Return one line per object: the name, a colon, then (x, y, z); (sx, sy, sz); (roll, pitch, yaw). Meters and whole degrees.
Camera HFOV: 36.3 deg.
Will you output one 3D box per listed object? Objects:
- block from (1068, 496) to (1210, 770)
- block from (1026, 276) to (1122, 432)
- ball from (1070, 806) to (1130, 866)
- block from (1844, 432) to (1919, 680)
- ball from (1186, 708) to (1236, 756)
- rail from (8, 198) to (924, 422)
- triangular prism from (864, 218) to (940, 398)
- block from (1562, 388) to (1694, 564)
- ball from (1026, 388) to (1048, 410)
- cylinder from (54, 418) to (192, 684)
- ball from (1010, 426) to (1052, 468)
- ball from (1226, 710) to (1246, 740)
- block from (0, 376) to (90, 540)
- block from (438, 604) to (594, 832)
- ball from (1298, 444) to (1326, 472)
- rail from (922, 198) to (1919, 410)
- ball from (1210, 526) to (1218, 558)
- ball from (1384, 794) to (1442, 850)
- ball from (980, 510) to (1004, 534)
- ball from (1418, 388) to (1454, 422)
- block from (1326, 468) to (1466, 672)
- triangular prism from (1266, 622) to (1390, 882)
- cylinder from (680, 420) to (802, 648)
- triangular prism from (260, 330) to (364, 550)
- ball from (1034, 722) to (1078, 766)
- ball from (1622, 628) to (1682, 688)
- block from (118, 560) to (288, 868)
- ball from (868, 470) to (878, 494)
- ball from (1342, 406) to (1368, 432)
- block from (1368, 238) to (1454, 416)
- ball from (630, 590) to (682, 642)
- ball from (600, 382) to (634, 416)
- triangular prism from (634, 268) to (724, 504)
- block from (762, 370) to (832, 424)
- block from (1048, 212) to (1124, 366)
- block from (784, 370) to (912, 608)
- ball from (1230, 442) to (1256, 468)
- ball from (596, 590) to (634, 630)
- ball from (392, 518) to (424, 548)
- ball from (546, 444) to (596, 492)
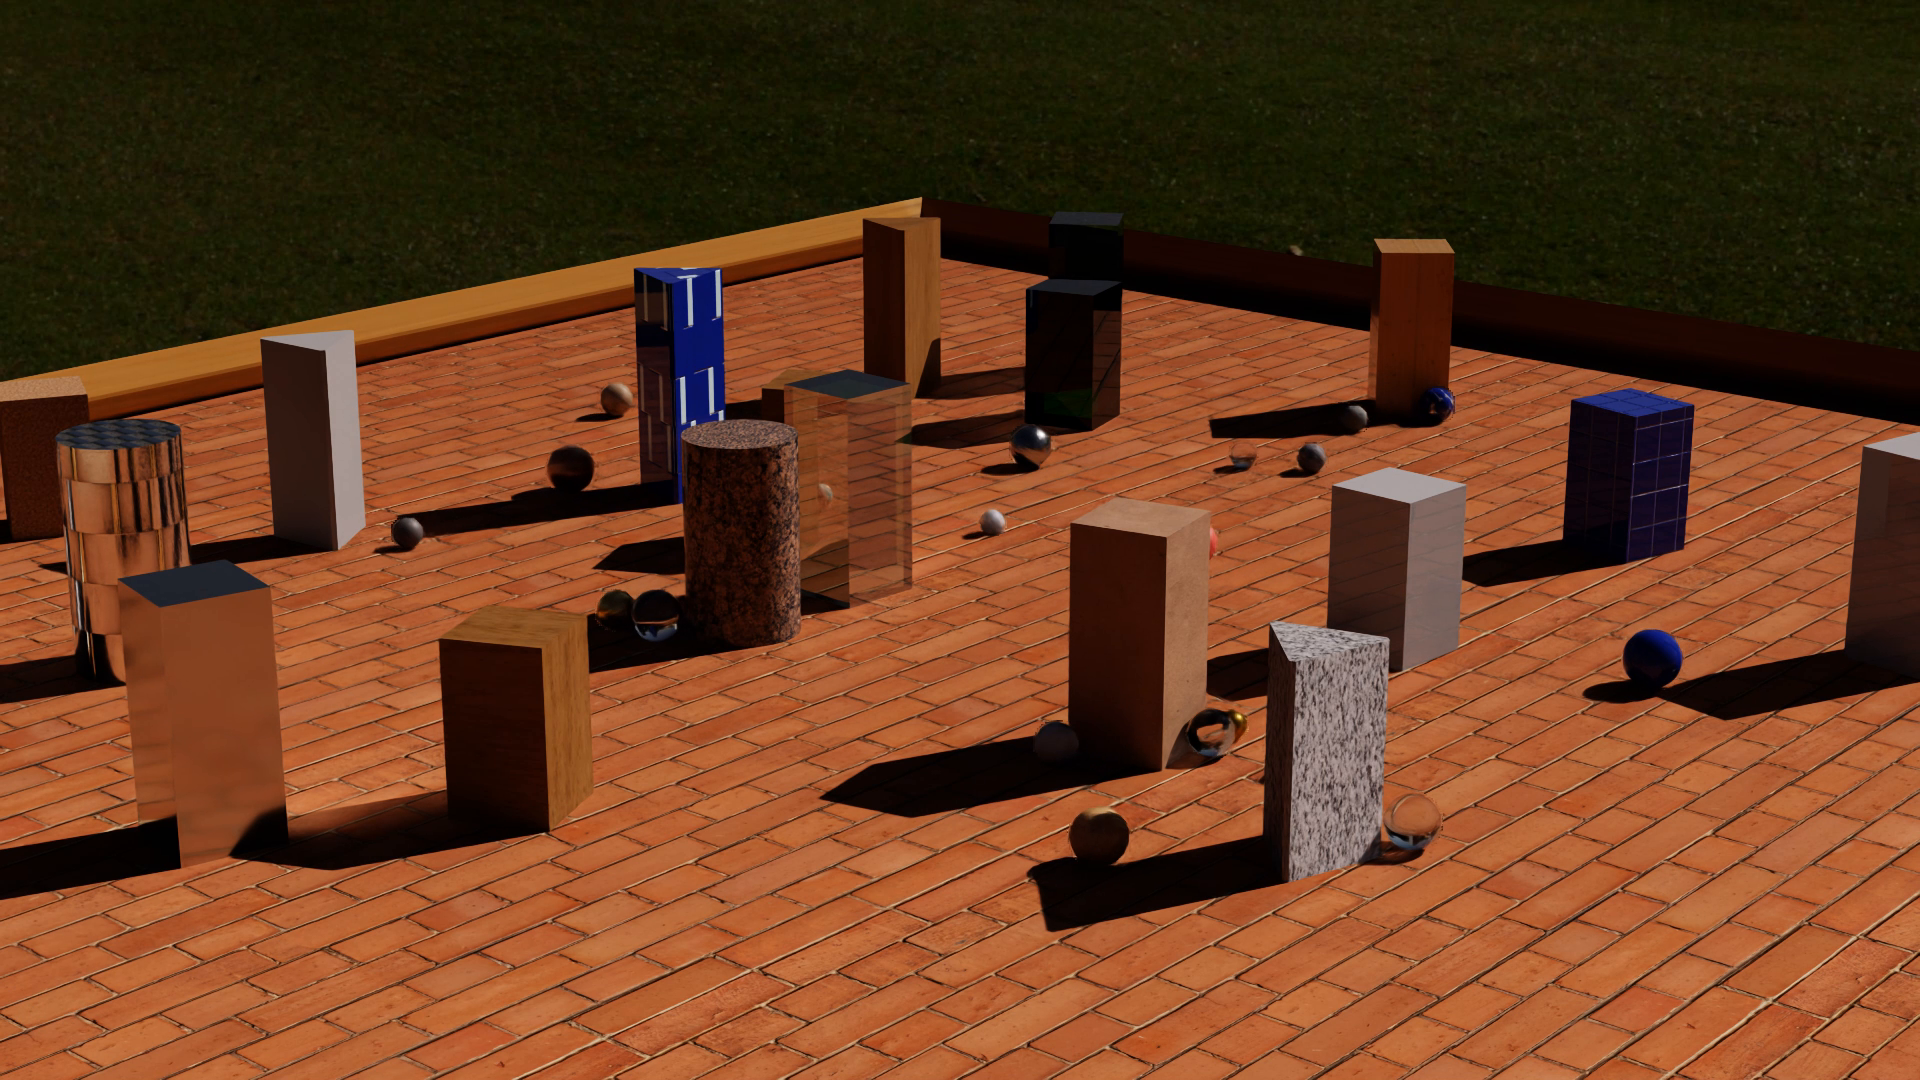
block: (0.267, 0.138, 4.367); (0.155, 0.360, 0.155); (9, 19, 27)
block: (0.243, -0.400, 6.267); (0.155, 0.292, 0.155); (8, 18, 24)
ball: (0.189, 0.402, 3.974); (0.081, 0.081, 0.081); (0, 17, 0)
block: (1.560, 0.024, 4.749); (0.155, 0.357, 0.155); (-12, 21, -35)
ball: (0.374, 0.287, 4.370); (0.073, 0.073, 0.073); (0, 17, 0)
rail: (-1.631, -0.378, 6.476); (0.045, 0.126, 4.708); (14, 22, 39)
triangular prism: (-0.107, -0.517, 6.494); (0.145, 0.384, 0.168); (-10, 20, -30)
block: (1.222, -0.119, 5.366); (0.155, 0.274, 0.155); (-11, 20, -33)
ball: (0.167, -0.305, 6.376); (0.047, 0.047, 0.047); (0, 17, 0)
cylinder: (-1.339, 0.017, 4.719); (0.194, 0.388, 0.194); (0, 17, 0)
ball: (0.143, -0.190, 5.929); (0.085, 0.085, 0.085); (0, 17, 0)
ball: (0.412, 0.280, 4.440); (0.045, 0.045, 0.045); (0, 17, 0)
block: (-1.713, -0.155, 5.497); (0.155, 0.267, 0.155); (-6, 18, -21)
block: (-0.626, 0.250, 4.149); (0.155, 0.271, 0.155); (5, 17, 16)
ball: (0.708, -0.165, 5.895); (0.057, 0.057, 0.057); (0, 17, 0)
rail: (1.528, -0.477, 6.805); (4.369, 0.126, 0.045); (14, 22, 39)
ball: (0.424, 0.004, 5.292); (0.081, 0.081, 0.081); (0, 17, 0)
ball: (0.621, 0.387, 4.028); (0.078, 0.078, 0.078); (0, 17, 0)
ball: (0.060, -0.033, 5.476); (0.046, 0.046, 0.046); (0, 17, 0)
ball: (1.020, -0.290, 6.280); (0.073, 0.073, 0.073); (0, 17, 0)
block: (0.714, 0.046, 4.806); (0.155, 0.283, 0.155); (16, 23, 42)
triangular prism: (0.465, 0.278, 3.984); (0.168, 0.313, 0.145); (-11, 20, -32)
cylinder: (-0.365, -0.012, 4.897); (0.194, 0.341, 0.194); (0, 17, 0)
triangular prism: (-1.169, -0.192, 5.430); (0.168, 0.377, 0.145); (12, 21, 35)
ball: (0.143, 0.301, 4.336); (0.064, 0.064, 0.064); (0, 17, 0)
ball: (1.100, 0.188, 4.659); (0.094, 0.094, 0.094); (0, 17, 0)
block: (-1.037, 0.236, 4.021); (0.155, 0.372, 0.155); (-12, 20, -34)
ball: (-0.183, -0.112, 5.735); (0.048, 0.048, 0.048); (0, 17, 0)
ball: (0.835, -0.257, 6.203); (0.055, 0.055, 0.055); (0, 17, 0)
block: (0.975, -0.460, 6.350); (0.155, 0.359, 0.155); (0, 17, 2)
ball: (-0.505, 0.126, 4.878); (0.088, 0.088, 0.088); (0, 17, 0)
ball: (-0.741, -0.304, 6.330); (0.071, 0.071, 0.071); (0, 17, 0)
triangular prism: (-0.568, -0.309, 5.716); (0.145, 0.435, 0.168); (10, 19, 29)
block: (-0.267, -0.150, 5.429); (0.155, 0.297, 0.155); (4, 17, 14)
block: (0.287, -0.557, 6.676); (0.155, 0.355, 0.155); (2, 17, 7)
block: (-0.194, -0.091, 5.106); (0.155, 0.371, 0.155); (15, 23, 41)
ball: (0.572, -0.172, 5.923); (0.054, 0.054, 0.054); (0, 17, 0)
ball: (-0.579, 0.118, 4.941); (0.067, 0.067, 0.067); (0, 17, 0)
ball: (-1.015, -0.014, 5.394); (0.056, 0.056, 0.056); (0, 17, 0)
ball: (-0.763, -0.140, 5.748); (0.094, 0.094, 0.094); (0, 17, 0)
